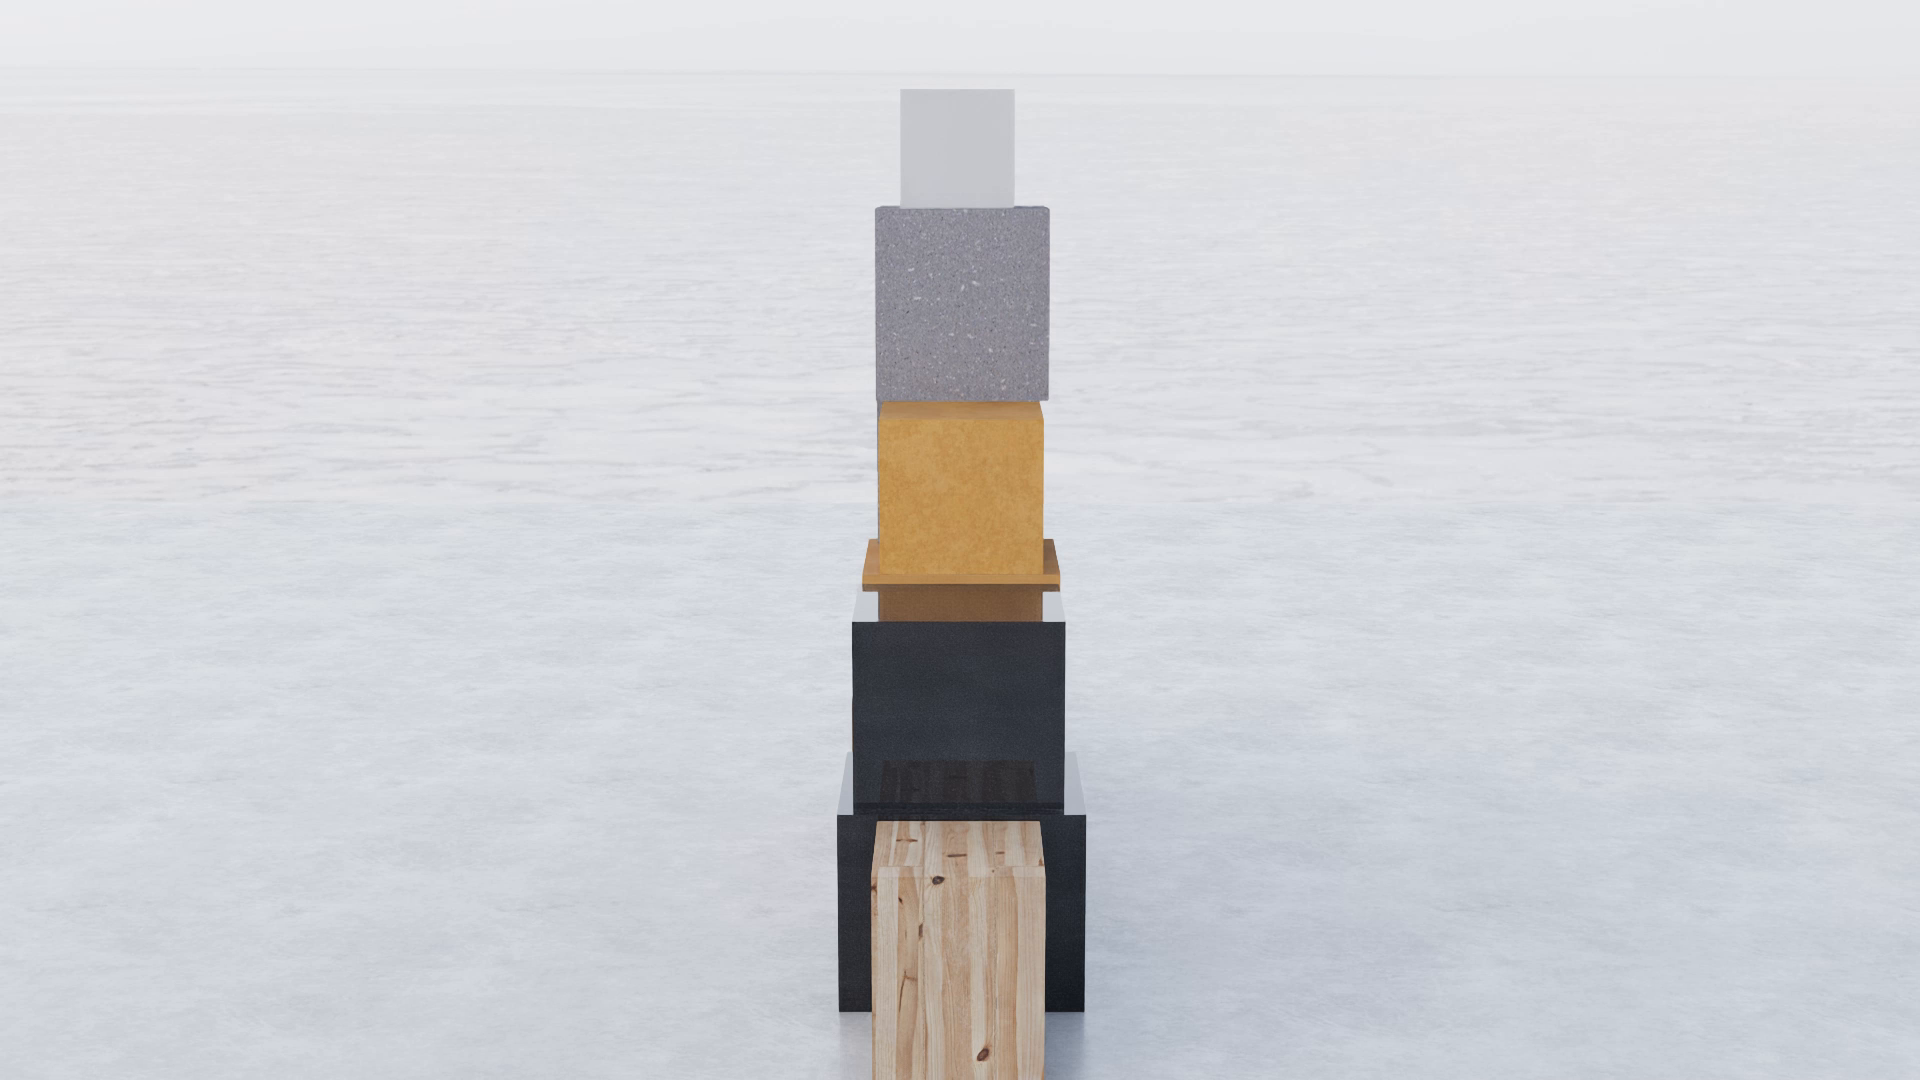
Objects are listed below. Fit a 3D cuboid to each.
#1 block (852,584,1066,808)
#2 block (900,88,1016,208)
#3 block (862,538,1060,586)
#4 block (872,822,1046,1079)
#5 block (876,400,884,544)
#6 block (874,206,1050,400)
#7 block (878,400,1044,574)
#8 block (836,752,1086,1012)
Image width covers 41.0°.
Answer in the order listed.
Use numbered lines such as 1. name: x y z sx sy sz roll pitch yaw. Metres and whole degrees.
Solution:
1. block: -0.005 0.593 9.955 0.795 0.721 0.719 0 10 0
2. block: -0.014 -1.662 10.914 0.474 0.491 0.551 0 8 -1
3. block: 0.005 0.437 10.712 0.792 0.755 0.806 0 10 0
4. block: -0.006 1.481 9.315 0.607 0.753 0.676 0 10 0
5. block: -0.019 -0.334 11.169 0.662 0.607 0.618 0 9 0
6. block: 0.010 -1.026 11.009 0.724 0.794 0.720 0 8 0
7. block: 0.006 -0.228 10.523 0.653 0.622 0.659 0 10 0
8. block: 0.006 1.327 10.102 0.933 0.775 0.907 0 10 0
